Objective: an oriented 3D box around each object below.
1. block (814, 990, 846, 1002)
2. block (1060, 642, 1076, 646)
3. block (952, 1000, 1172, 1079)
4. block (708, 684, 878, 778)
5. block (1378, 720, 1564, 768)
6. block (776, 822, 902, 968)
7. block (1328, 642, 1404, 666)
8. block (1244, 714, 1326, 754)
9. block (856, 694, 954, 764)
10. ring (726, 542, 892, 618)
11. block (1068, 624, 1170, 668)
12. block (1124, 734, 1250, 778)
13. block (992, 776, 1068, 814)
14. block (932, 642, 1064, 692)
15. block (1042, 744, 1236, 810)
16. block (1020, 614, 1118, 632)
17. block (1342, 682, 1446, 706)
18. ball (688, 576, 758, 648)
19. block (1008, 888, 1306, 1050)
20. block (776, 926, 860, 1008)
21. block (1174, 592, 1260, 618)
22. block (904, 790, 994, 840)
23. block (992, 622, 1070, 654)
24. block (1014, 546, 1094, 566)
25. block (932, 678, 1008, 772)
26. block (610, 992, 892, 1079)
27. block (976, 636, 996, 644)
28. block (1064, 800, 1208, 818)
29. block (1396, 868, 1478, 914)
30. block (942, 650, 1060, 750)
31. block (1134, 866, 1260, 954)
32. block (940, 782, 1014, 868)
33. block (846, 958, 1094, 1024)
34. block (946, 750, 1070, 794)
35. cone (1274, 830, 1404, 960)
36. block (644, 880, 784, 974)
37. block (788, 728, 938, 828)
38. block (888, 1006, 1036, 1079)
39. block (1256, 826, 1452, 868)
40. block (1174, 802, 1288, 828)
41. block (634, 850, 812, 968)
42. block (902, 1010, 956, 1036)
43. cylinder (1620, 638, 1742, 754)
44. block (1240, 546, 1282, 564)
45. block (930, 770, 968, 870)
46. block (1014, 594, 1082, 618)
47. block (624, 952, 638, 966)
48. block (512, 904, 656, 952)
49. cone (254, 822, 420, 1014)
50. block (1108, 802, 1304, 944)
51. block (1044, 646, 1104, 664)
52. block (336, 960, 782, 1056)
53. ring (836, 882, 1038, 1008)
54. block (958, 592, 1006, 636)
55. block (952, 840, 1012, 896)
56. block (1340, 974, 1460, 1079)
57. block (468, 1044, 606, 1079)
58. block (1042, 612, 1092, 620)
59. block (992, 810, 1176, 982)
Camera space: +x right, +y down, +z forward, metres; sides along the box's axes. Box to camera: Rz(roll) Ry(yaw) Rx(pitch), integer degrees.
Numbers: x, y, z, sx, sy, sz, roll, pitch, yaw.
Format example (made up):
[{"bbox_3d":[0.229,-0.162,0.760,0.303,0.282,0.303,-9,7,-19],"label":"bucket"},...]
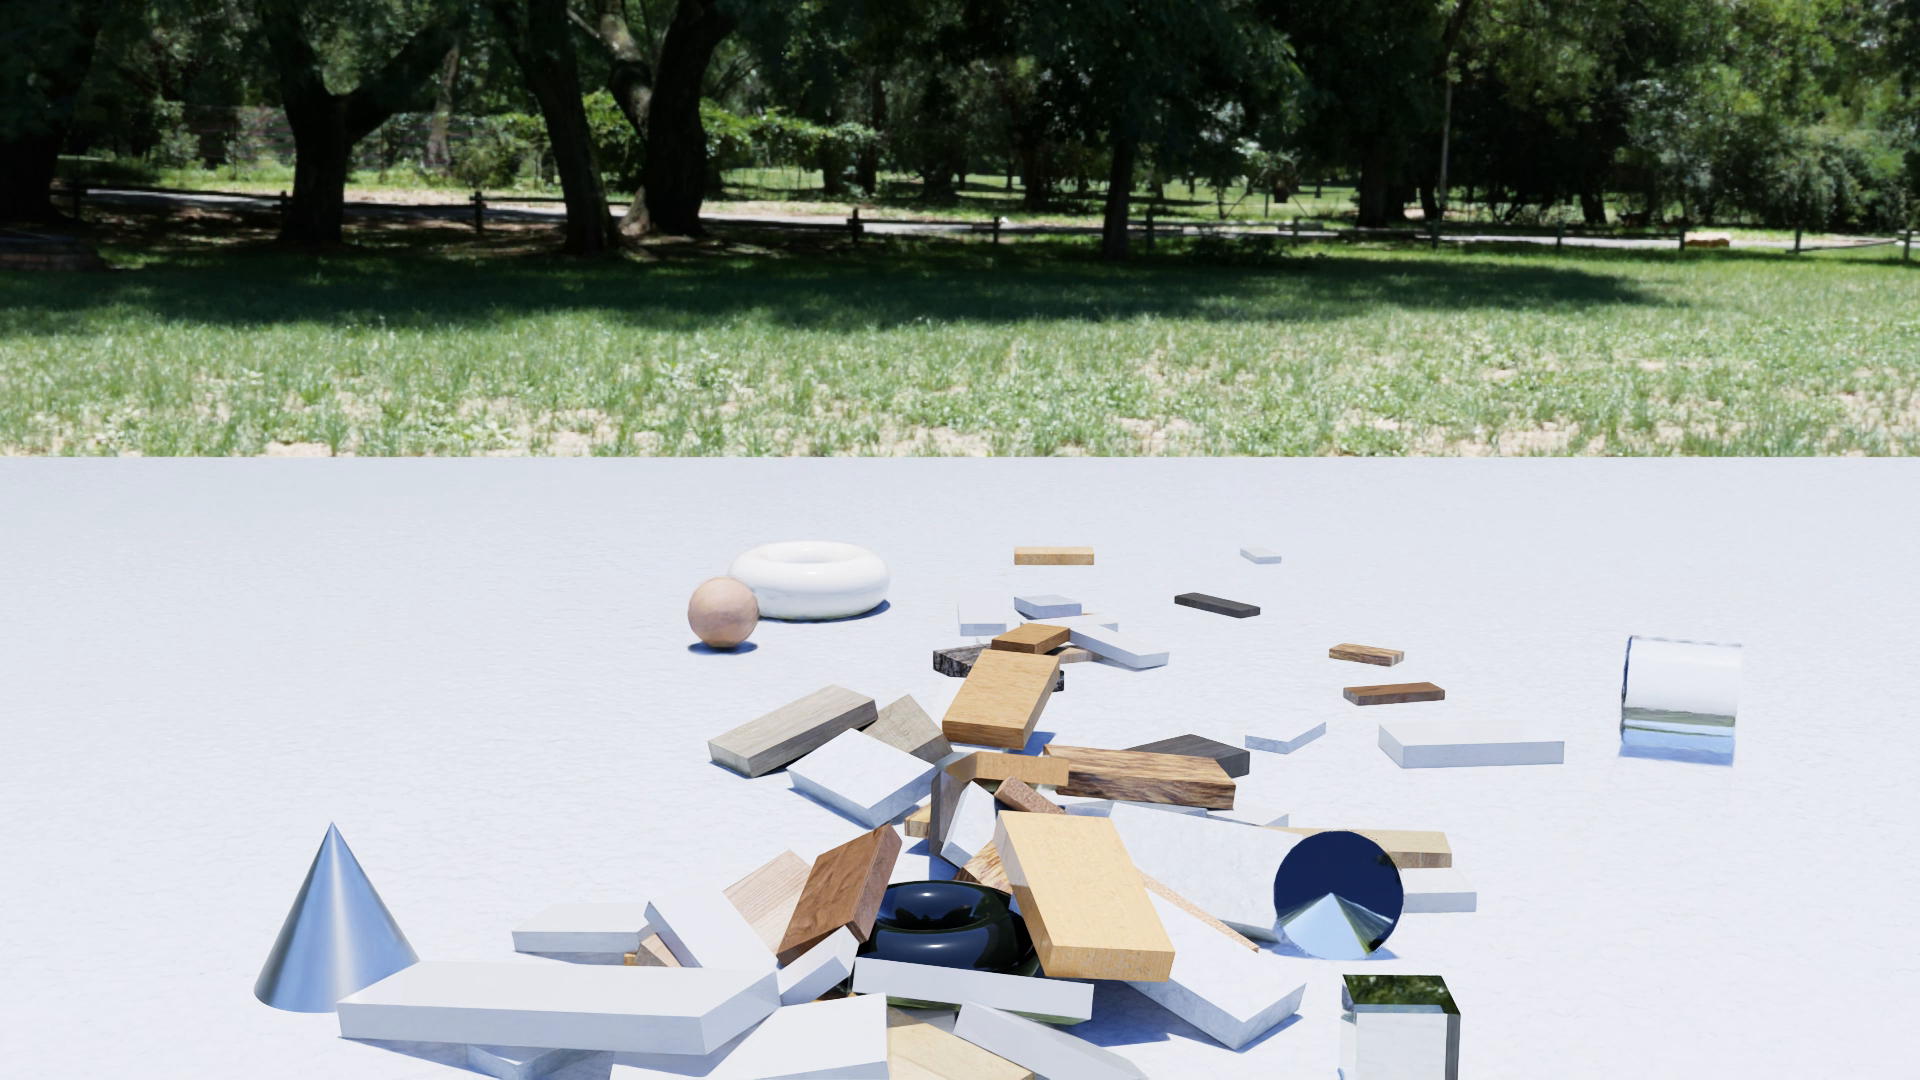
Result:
[{"bbox_3d":[-0.213,0.679,3.133,0.148,0.021,0.074,-9,14,-41],"label":"block"},{"bbox_3d":[0.315,0.257,5.403,0.151,0.021,0.076,-2,11,-12],"label":"block"},{"bbox_3d":[0.159,0.683,2.858,0.162,0.046,0.325,26,-9,-41],"label":"block"},{"bbox_3d":[-0.337,0.385,4.457,0.311,0.044,0.156,-23,22,-32],"label":"block"},{"bbox_3d":[1.040,0.415,4.484,0.333,0.047,0.166,-1,11,-6],"label":"block"},{"bbox_3d":[-0.177,0.533,3.286,0.136,0.039,0.273,-27,16,20],"label":"block"},{"bbox_3d":[0.979,0.276,5.297,0.160,0.023,0.080,7,13,34],"label":"block"},{"bbox_3d":[0.680,0.405,4.588,0.095,0.027,0.191,7,13,33],"label":"block"},{"bbox_3d":[-0.126,0.401,4.386,0.156,0.044,0.311,-29,16,-7],"label":"block"},{"bbox_3d":[-0.405,0.105,5.886,0.443,0.148,0.443,1,12,0],"label":"ring"},{"bbox_3d":[0.377,0.255,5.286,0.111,0.031,0.237,-3,17,-44],"label":"block"},{"bbox_3d":[0.391,0.447,4.308,0.333,0.047,0.167,-8,13,-38],"label":"block"},{"bbox_3d":[0.118,0.458,3.795,0.113,0.032,0.226,34,-10,2],"label":"block"},{"bbox_3d":[0.087,0.302,5.095,0.162,0.046,0.324,-6,12,-29],"label":"block"},{"bbox_3d":[0.329,0.438,4.081,0.330,0.047,0.165,6,11,-10],"label":"block"},{"bbox_3d":[0.275,0.223,5.559,0.222,0.031,0.111,-4,11,-23],"label":"block"},{"bbox_3d":[0.972,0.345,4.928,0.211,0.023,0.080,-3,11,-14],"label":"block"},{"bbox_3d":[-0.582,0.178,5.407,0.175,0.175,0.175,0,11,0],"label":"ball"},{"bbox_3d":[0.284,0.592,3.208,0.414,0.048,0.168,27,26,33],"label":"block"},{"bbox_3d":[-0.246,0.626,3.017,0.232,0.033,0.116,-36,7,9],"label":"block"},{"bbox_3d":[0.684,0.174,5.853,0.076,0.021,0.246,-8,13,-38],"label":"block"},{"bbox_3d":[-0.006,0.492,3.947,0.107,0.030,0.214,5,11,23],"label":"block"},{"bbox_3d":[0.170,0.238,5.239,0.111,0.031,0.222,6,11,24],"label":"block"},{"bbox_3d":[0.278,0.047,6.505,0.233,0.033,0.117,0,11,1],"label":"block"},{"bbox_3d":[0.026,0.377,4.498,0.162,0.046,0.324,2,23,8],"label":"block"},{"bbox_3d":[-0.270,0.680,2.863,0.358,0.051,0.179,-8,17,0],"label":"block"},{"bbox_3d":[0.087,0.260,5.394,0.070,0.020,0.140,-2,11,-11],"label":"block"},{"bbox_3d":[0.311,0.491,3.853,0.165,0.047,0.330,4,-3,21],"label":"block"},{"bbox_3d":[0.719,0.580,3.633,0.238,0.034,0.119,-1,11,-3],"label":"block"},{"bbox_3d":[0.087,0.323,4.503,0.167,0.047,0.333,5,24,14],"label":"block"},{"bbox_3d":[0.281,0.591,3.386,0.168,0.048,0.336,-8,22,-36],"label":"block"},{"bbox_3d":[0.040,0.504,3.749,0.113,0.032,0.226,36,22,-4],"label":"block"},{"bbox_3d":[0.010,0.626,3.047,0.325,0.046,0.162,7,-16,-4],"label":"block"},{"bbox_3d":[0.082,0.431,4.023,0.165,0.047,0.330,6,-11,-9],"label":"block"},{"bbox_3d":[0.591,0.559,3.483,0.198,0.198,0.198,1,-7,5],"label":"cone"},{"bbox_3d":[-0.346,0.598,3.195,0.116,0.033,0.232,-11,45,-43],"label":"block"},{"bbox_3d":[-0.184,0.448,4.163,0.156,0.044,0.311,-30,24,-25],"label":"block"},{"bbox_3d":[-0.071,0.701,2.883,0.162,0.046,0.325,-20,21,-39],"label":"block"},{"bbox_3d":[0.641,0.539,3.850,0.419,0.034,0.119,1,11,5],"label":"block"},{"bbox_3d":[0.496,0.508,4.037,0.191,0.027,0.095,8,13,37],"label":"block"},{"bbox_3d":[-0.319,0.586,3.301,0.136,0.039,0.350,35,33,21],"label":"block"},{"bbox_3d":[-0.042,0.693,3.058,0.074,0.021,0.148,-1,11,-3],"label":"block"},{"bbox_3d":[1.484,0.319,4.523,0.221,0.221,0.221,4,11,21],"label":"cylinder"},{"bbox_3d":[0.894,0.046,6.538,0.076,0.021,0.151,-2,11,-12],"label":"block"},{"bbox_3d":[0.002,0.492,3.802,0.107,0.030,0.214,31,23,-15],"label":"block"},{"bbox_3d":[0.229,0.173,5.757,0.117,0.033,0.233,-3,5,-14],"label":"block"},{"bbox_3d":[-0.448,0.622,3.414,0.108,0.030,0.215,0,11,2],"label":"block"},{"bbox_3d":[-0.564,0.601,3.410,0.232,0.033,0.116,-5,11,25],"label":"block"},{"bbox_3d":[-0.927,0.537,3.271,0.250,0.250,0.250,0,11,0],"label":"cone"},{"bbox_3d":[0.379,0.534,3.551,0.336,0.168,0.048,6,-32,30],"label":"block"},{"bbox_3d":[0.255,0.276,5.295,0.160,0.023,0.080,-5,11,-23],"label":"block"},{"bbox_3d":[-0.557,0.636,3.013,0.623,0.051,0.179,-5,7,29],"label":"block"},{"bbox_3d":[-0.044,0.603,3.293,0.343,0.114,0.343,-1,10,0],"label":"ring"},{"bbox_3d":[0.055,0.191,5.729,0.117,0.033,0.392,0,11,-1],"label":"block"},{"bbox_3d":[0.077,0.550,3.621,0.113,0.032,0.226,40,21,9],"label":"block"},{"bbox_3d":[0.580,0.663,2.910,0.133,0.133,0.133,0,11,1],"label":"block"},{"bbox_3d":[-0.559,0.691,3.039,0.108,0.030,0.215,9,14,40],"label":"block"},{"bbox_3d":[0.288,0.209,5.667,0.140,0.020,0.070,-4,11,-18],"label":"block"},{"bbox_3d":[0.175,0.515,3.208,0.179,0.051,0.358,6,23,-15],"label":"block"}]
